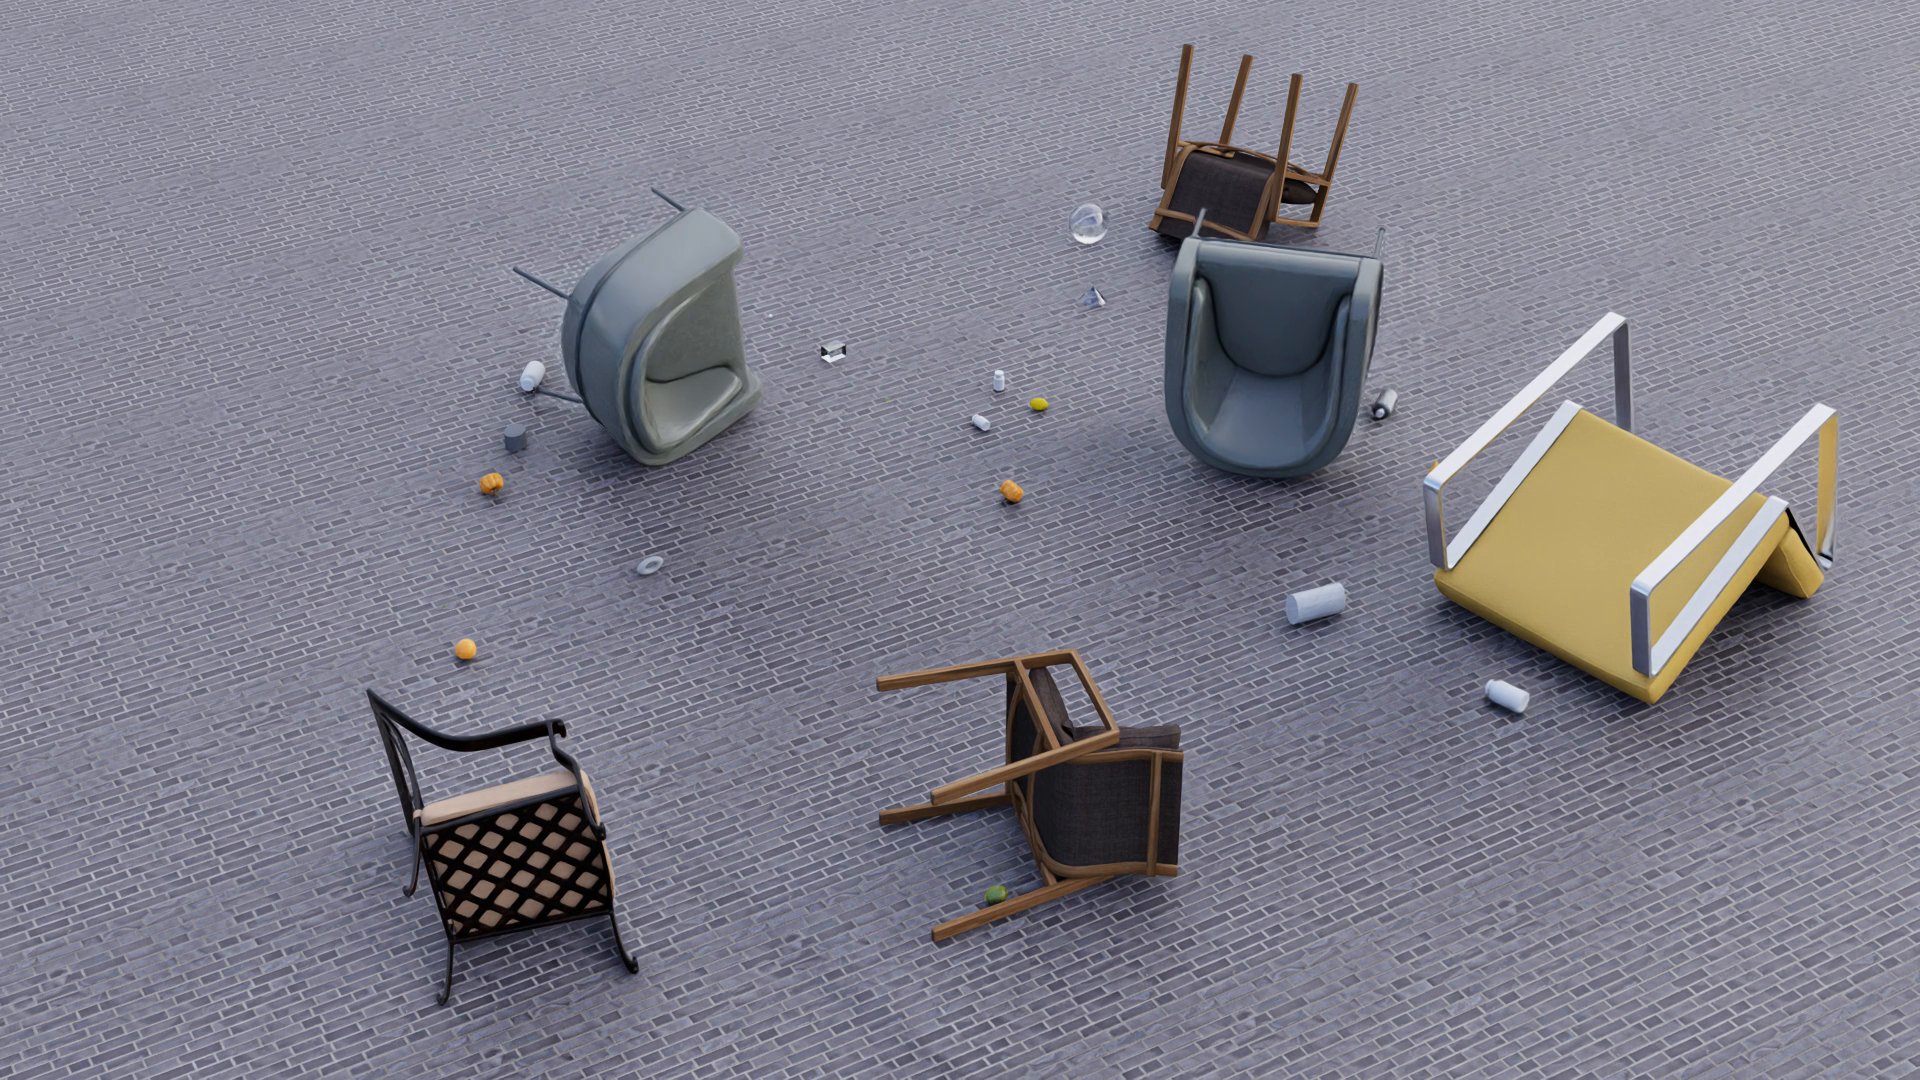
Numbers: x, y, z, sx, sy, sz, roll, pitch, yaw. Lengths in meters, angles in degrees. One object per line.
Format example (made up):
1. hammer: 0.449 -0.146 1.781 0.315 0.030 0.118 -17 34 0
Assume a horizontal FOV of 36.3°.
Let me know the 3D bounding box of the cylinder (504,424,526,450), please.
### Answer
1. cylinder: -1.743 -0.402 11.497 0.080 0.063 0.103 11 35 17

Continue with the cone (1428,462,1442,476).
1. cone: 1.836 -0.285 11.321 0.051 0.062 0.057 -9 34 -13

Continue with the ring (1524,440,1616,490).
1. ring: 2.349 -0.290 11.290 0.399 0.105 0.226 -15 38 -23

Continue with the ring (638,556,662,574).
1. ring: -1.137 0.094 10.752 0.107 0.057 0.034 -28 24 -20

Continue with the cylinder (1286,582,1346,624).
1. cylinder: 1.273 0.227 10.489 0.192 0.123 0.091 -13 43 -19

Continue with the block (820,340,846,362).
1. block: -0.521 -0.778 12.077 0.084 0.053 0.059 -24 40 -32

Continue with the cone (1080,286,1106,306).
1. cone: 0.567 -1.052 12.481 0.120 0.066 0.116 16 37 23

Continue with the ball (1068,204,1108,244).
1. ball: 0.565 -1.392 12.895 0.177 0.177 0.177 0 33 0
